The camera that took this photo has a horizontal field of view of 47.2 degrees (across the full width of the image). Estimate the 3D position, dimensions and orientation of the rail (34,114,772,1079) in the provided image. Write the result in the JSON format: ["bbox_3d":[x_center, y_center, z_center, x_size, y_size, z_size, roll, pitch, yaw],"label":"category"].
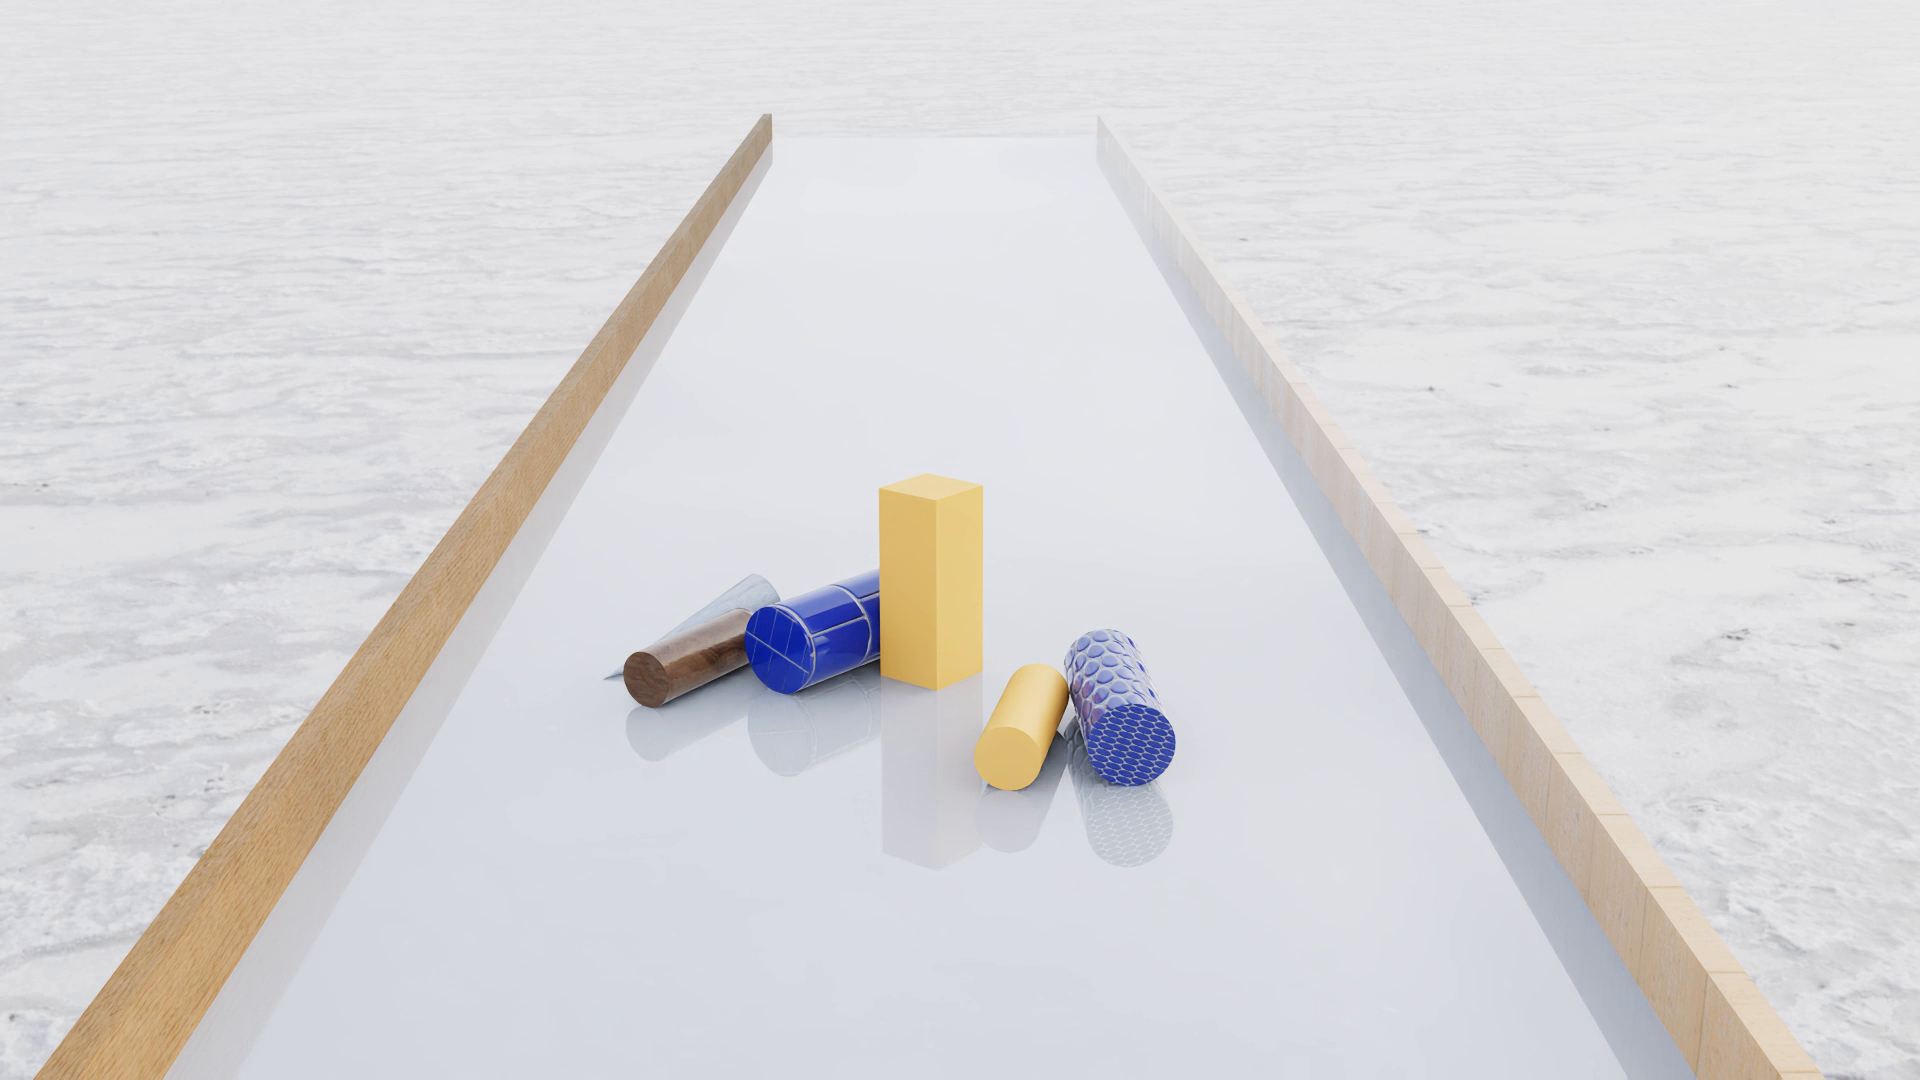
[{"bbox_3d":[-1.118,-0.838,7.780,0.050,0.150,12.000,0,17,-1],"label":"rail"}]

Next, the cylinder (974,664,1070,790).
[{"bbox_3d":[0.113,0.329,3.916,0.117,0.117,0.325,3,17,11],"label":"cylinder"}]

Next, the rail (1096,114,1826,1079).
[{"bbox_3d":[0.932,-0.844,7.801,0.050,0.150,12.000,0,17,-1],"label":"rail"}]

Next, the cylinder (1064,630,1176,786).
[{"bbox_3d":[0.283,0.296,3.963,0.153,0.153,0.395,-1,17,-3],"label":"cylinder"}]

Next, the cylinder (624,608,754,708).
[{"bbox_3d":[-0.512,0.226,4.274,0.110,0.110,0.308,10,19,30],"label":"cylinder"}]

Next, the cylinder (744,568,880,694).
[{"bbox_3d":[-0.245,0.175,4.337,0.173,0.173,0.331,13,21,37],"label":"cylinder"}]

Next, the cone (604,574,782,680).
[{"bbox_3d":[-0.554,0.204,4.424,0.408,0.135,0.135,-25,29,-36],"label":"cone"}]

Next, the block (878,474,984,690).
[{"bbox_3d":[-0.056,0.080,4.290,0.143,0.382,0.143,13,21,37],"label":"block"}]
